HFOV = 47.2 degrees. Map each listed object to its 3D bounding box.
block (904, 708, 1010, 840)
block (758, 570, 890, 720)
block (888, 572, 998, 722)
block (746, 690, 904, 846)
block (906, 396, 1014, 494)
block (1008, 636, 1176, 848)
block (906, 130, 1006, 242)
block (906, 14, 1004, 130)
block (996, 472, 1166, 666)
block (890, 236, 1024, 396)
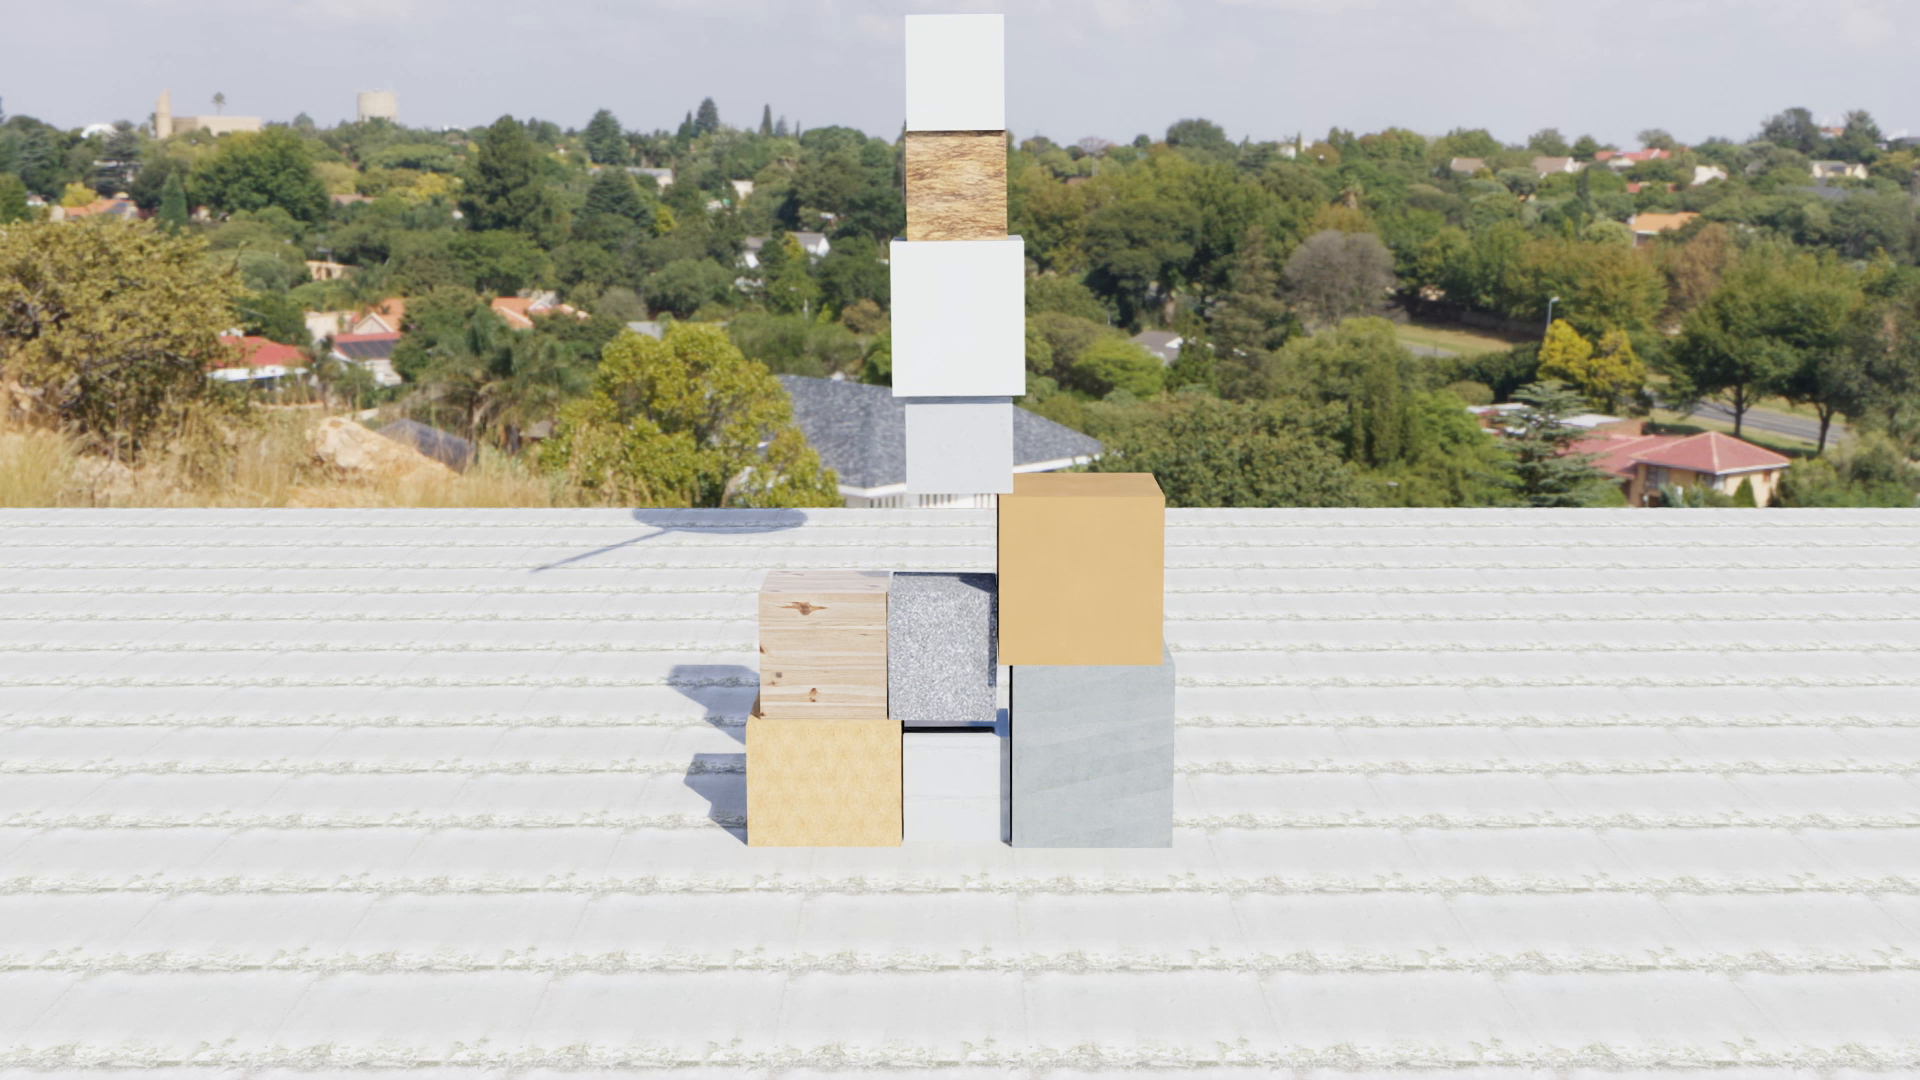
[{"bbox_3d":[-0.016,1.209,11.402,0.538,0.542,0.580,0,10,0],"label":"block"},{"bbox_3d":[-0.685,0.533,11.292,0.635,0.650,0.597,0,10,0],"label":"block"},{"bbox_3d":[-0.083,0.537,11.262,0.540,0.658,0.530,1,10,0],"label":"block"},{"bbox_3d":[-0.681,1.167,11.383,0.772,0.631,0.746,0,10,0],"label":"block"},{"bbox_3d":[-0.003,-0.520,11.091,0.525,0.490,0.561,-1,10,0],"label":"block"},{"bbox_3d":[0.665,1.012,11.374,0.805,0.939,0.827,0,10,0],"label":"block"},{"bbox_3d":[-0.017,-1.758,10.879,0.485,0.528,0.482,-1,10,0],"label":"block"},{"bbox_3d":[-0.024,-2.281,10.767,0.469,0.541,0.504,-1,10,0],"label":"block"},{"bbox_3d":[0.598,0.135,11.209,0.810,0.846,0.786,0,10,0],"label":"block"},{"bbox_3d":[-0.010,-1.129,10.985,0.645,0.746,0.646,-1,10,0],"label":"block"}]
